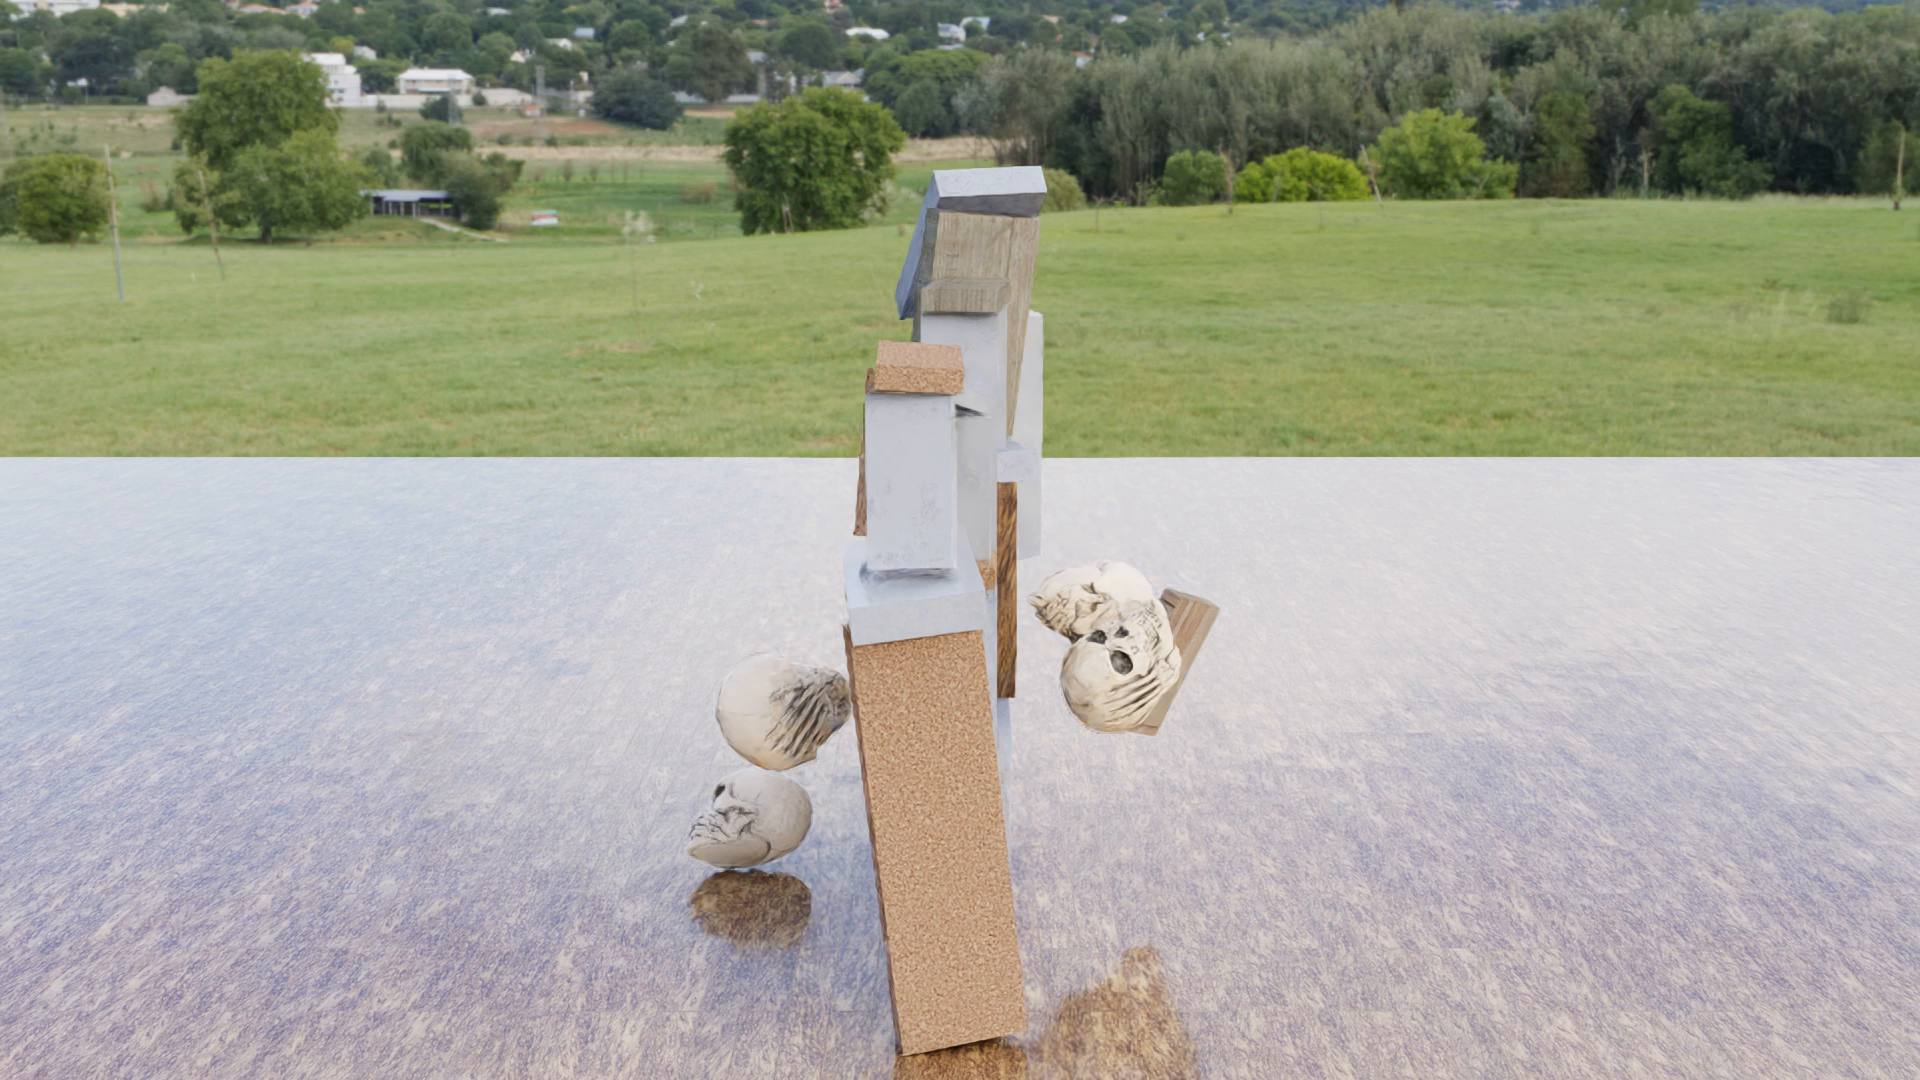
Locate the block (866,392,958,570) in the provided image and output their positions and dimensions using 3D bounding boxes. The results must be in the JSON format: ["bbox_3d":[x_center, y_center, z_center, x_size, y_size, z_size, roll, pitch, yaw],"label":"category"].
[{"bbox_3d":[-0.065,-0.077,2.934,0.117,0.233,0.033,-1,-2,12],"label":"block"}]

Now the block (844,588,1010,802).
[{"bbox_3d":[-0.047,0.227,3.185,0.179,0.357,0.051,-12,18,-8],"label":"block"}]

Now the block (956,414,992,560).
[{"bbox_3d":[0.002,-0.078,3.291,0.088,0.217,0.025,1,13,1],"label":"block"}]

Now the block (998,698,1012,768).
[{"bbox_3d":[0.001,0.293,3.452,0.155,0.044,0.310,0,11,0],"label":"block"}]

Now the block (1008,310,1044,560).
[{"bbox_3d":[0.057,-0.172,3.869,0.179,0.445,0.051,-13,23,-31],"label":"block"}]

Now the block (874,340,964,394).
[{"bbox_3d":[-0.055,-0.237,3.003,0.117,0.033,0.233,3,13,-2],"label":"block"}]

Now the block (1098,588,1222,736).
[{"bbox_3d":[0.350,0.215,3.848,0.037,0.259,0.130,34,12,40],"label":"block"}]

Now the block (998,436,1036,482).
[{"bbox_3d":[-0.010,-0.146,3.614,0.167,0.047,0.335,-4,13,-16],"label":"block"}]

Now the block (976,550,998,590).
[{"bbox_3d":[-0.003,0.036,3.360,0.115,0.033,0.230,0,11,2],"label":"block"}]

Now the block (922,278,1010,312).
[{"bbox_3d":[0.011,-0.375,3.359,0.116,0.033,0.232,1,11,5],"label":"block"}]

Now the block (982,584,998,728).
[{"bbox_3d":[-0.001,0.181,3.301,0.115,0.230,0.033,0,8,0],"label":"block"}]

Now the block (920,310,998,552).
[{"bbox_3d":[-0.001,-0.166,3.342,0.116,0.370,0.033,1,14,2],"label":"block"}]

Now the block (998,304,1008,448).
[{"bbox_3d":[0.014,-0.260,3.476,0.116,0.232,0.033,-1,16,-4],"label":"block"}]

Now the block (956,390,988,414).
[{"bbox_3d":[-0.030,-0.207,3.215,0.088,0.025,0.176,3,-2,19],"label":"block"}]

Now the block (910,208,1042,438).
[{"bbox_3d":[0.017,-0.349,3.549,0.179,0.358,0.051,0,16,-26],"label":"block"}]

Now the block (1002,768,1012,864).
[{"bbox_3d":[0.001,0.486,3.383,0.155,0.310,0.044,0,11,0],"label":"block"}]

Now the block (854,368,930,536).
[{"bbox_3d":[-0.080,-0.118,3.081,0.117,0.233,0.033,5,1,5],"label":"block"}]

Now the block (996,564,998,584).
[{"bbox_3d":[0.001,0.153,3.452,0.115,0.230,0.033,0,7,1],"label":"block"}]

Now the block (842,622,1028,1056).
[{"bbox_3d":[-0.032,0.397,3.001,0.179,0.606,0.051,-9,12,-12],"label":"block"}]

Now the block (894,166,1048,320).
[{"bbox_3d":[0.013,-0.491,3.661,0.179,0.051,0.358,-5,-26,-15],"label":"block"}]

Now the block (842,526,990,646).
[{"bbox_3d":[-0.066,0.058,3.002,0.179,0.051,0.357,-8,14,-3],"label":"block"}]

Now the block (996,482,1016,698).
[{"bbox_3d":[0.007,0.077,3.532,0.167,0.352,0.047,0,11,1],"label":"block"}]
